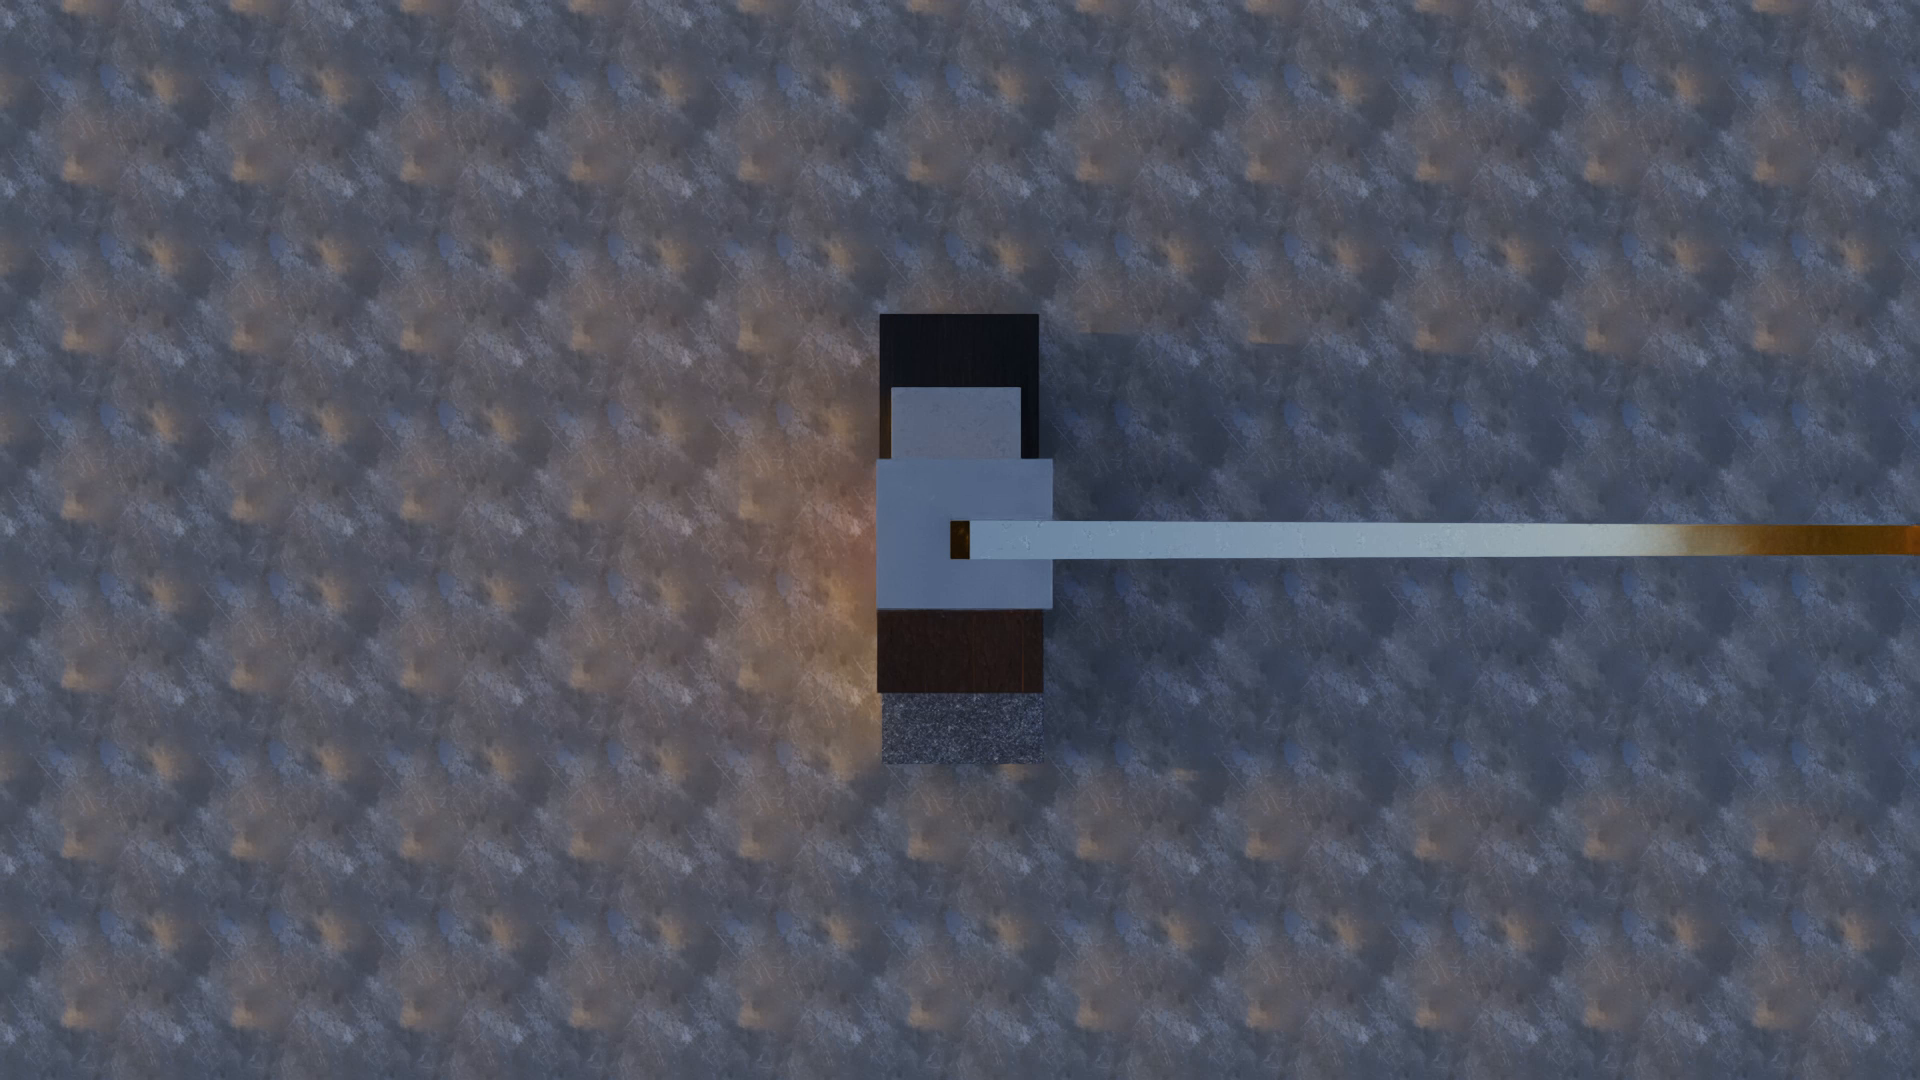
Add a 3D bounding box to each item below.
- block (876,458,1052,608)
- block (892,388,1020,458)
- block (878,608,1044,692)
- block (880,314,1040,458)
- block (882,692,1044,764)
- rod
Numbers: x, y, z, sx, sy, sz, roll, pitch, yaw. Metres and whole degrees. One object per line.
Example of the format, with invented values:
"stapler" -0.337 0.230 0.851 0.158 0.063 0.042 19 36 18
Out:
"block" 0.019 -0.023 9.317 0.717 0.733 0.610 0 90 0
"block" -0.020 -0.445 11.763 0.671 0.717 0.695 0 90 0
"block" 0.001 0.349 11.757 0.853 0.940 0.880 0 90 0
"block" -0.004 -0.790 12.561 0.879 0.878 0.914 0 90 0
"block" 0.017 0.831 12.613 0.900 0.773 0.830 0 90 0
"rod" 2.234 0.000 5.899 5.200 0.080 0.080 0 90 -31
